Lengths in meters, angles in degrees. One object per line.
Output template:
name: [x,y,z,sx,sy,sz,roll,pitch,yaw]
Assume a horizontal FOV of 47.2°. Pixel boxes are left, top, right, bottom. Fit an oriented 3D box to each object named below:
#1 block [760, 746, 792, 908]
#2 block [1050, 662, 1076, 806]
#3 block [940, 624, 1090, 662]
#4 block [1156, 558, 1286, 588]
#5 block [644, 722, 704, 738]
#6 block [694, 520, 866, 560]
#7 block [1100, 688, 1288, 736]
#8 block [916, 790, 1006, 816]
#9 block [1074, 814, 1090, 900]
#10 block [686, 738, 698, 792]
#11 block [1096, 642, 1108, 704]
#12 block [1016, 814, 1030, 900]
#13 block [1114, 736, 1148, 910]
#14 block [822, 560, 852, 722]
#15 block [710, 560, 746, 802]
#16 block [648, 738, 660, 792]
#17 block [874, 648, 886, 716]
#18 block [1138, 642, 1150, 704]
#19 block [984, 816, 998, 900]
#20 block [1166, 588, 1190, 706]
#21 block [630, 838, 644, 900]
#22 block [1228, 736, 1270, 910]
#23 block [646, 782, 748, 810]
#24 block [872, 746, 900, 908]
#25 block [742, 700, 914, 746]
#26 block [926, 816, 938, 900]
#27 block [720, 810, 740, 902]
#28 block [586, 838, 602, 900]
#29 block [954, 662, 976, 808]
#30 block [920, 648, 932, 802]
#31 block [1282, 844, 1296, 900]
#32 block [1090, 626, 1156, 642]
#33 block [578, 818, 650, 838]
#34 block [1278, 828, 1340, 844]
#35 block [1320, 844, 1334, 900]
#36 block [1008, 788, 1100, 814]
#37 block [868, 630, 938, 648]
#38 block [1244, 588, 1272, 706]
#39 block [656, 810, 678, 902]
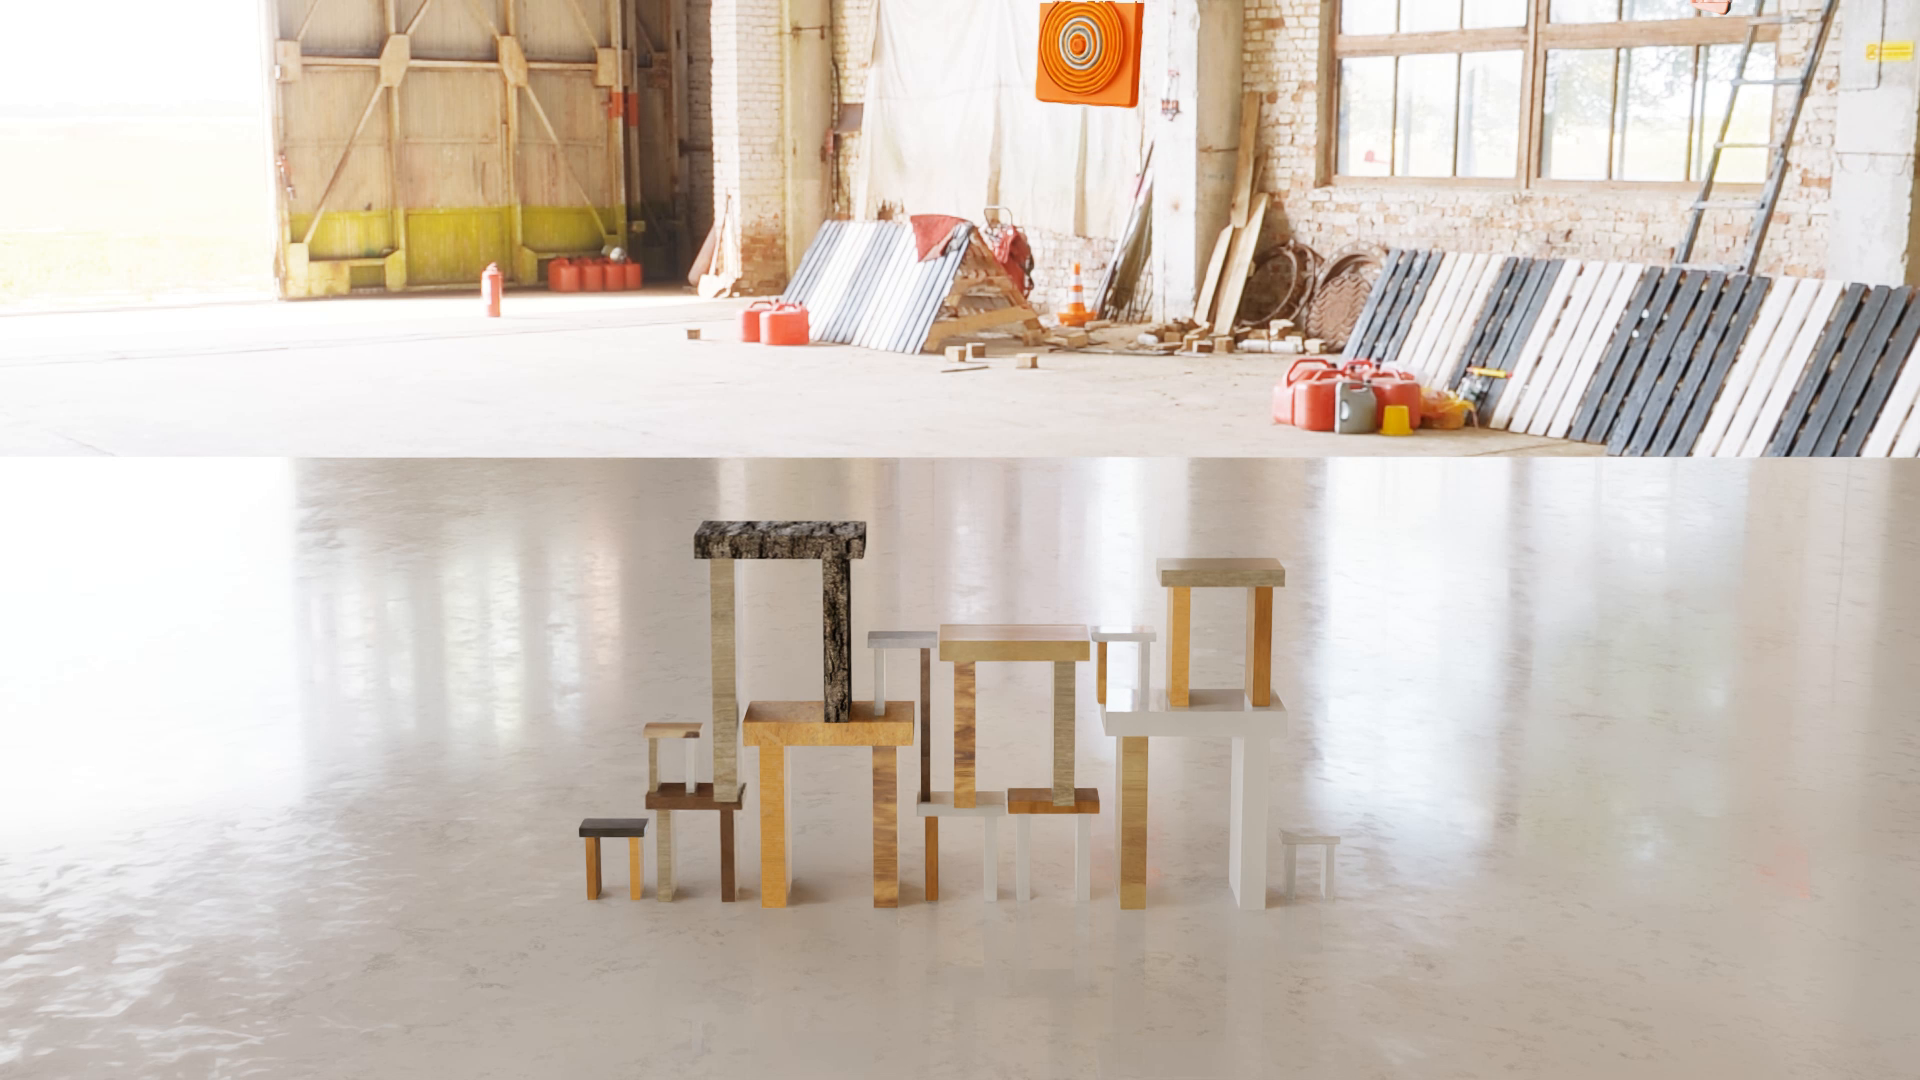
block: [-0.305,0.455,3.645,0.039,0.275,0.137,0,11,0]
block: [0.169,0.303,3.617,0.034,0.242,0.121,0,11,0]
block: [0.088,0.167,3.592,0.242,0.034,0.121,0,11,0]
block: [0.422,0.053,3.573,0.198,0.028,0.099,0,11,0]
block: [-0.472,0.313,3.621,0.093,0.013,0.046,0,11,0]
block: [-0.288,0.000,3.558,0.268,0.038,0.134,0,11,0]
block: [0.380,0.283,3.609,0.292,0.041,0.146,0,11,0]
block: [0.002,0.436,3.642,0.146,0.021,0.073,0,11,0]
block: [0.204,0.516,3.660,0.021,0.149,0.075,0,11,0]
block: [-0.443,0.365,3.632,0.013,0.093,0.046,1,11,0]
block: [0.232,0.211,3.597,0.015,0.103,0.052,0,11,0]
block: [0.105,0.516,3.660,0.021,0.149,0.075,0,11,0]
block: [0.283,0.447,3.639,0.041,0.293,0.146,0,11,0]
block: [-0.200,0.150,3.586,0.038,0.268,0.134,0,11,0]
block: [-0.379,0.215,3.598,0.038,0.401,0.134,0,11,0]
block: [-0.504,0.365,3.631,0.013,0.093,0.046,1,11,0]
block: [-0.131,0.226,3.606,0.016,0.113,0.056,0,11,0]
block: [0.301,0.211,3.597,0.015,0.103,0.052,0,11,0]
block: [0.050,0.518,3.657,0.021,0.146,0.073,0,11,0]
block: [0.356,0.164,3.593,0.028,0.198,0.099,0,11,0]
block: [-0.537,0.538,3.656,0.015,0.108,0.054,0,11,0]
block: [0.478,0.447,3.639,0.041,0.293,0.146,0,11,0]
block: [-0.435,0.423,3.636,0.158,0.022,0.079,0,11,0]
block: [-0.122,0.455,3.645,0.039,0.275,0.137,0,11,0]
block: [-0.213,0.301,3.616,0.275,0.039,0.137,0,11,0]
block: [-0.047,0.518,3.657,0.021,0.146,0.073,0,11,0]
block: [-0.382,0.512,3.653,0.022,0.158,0.079,0,11,0]
block: [-0.609,0.538,3.656,0.015,0.108,0.054,0,11,0]
block: [0.008,0.305,3.618,0.034,0.246,0.121,0,11,0]
block: [-0.056,0.298,3.619,0.016,0.259,0.056,0,11,0]
block: [0.547,0.544,3.656,0.014,0.095,0.048,0,11,0]
block: [0.266,0.153,3.586,0.103,0.015,0.052,0,11,0]
block: [-0.573,0.477,3.644,0.108,0.015,0.054,0,11,0]
block: [0.579,0.490,3.646,0.095,0.014,0.048,0,11,0]
block: [0.611,0.544,3.656,0.014,0.095,0.048,0,11,0]
block: [0.154,0.432,3.644,0.149,0.021,0.075,0,11,0]
block: [-0.094,0.163,3.594,0.113,0.016,0.056,0,11,0]
block: [0.488,0.164,3.593,0.028,0.198,0.099,0,11,0]
block: [-0.487,0.512,3.653,0.022,0.158,0.079,1,11,0]
